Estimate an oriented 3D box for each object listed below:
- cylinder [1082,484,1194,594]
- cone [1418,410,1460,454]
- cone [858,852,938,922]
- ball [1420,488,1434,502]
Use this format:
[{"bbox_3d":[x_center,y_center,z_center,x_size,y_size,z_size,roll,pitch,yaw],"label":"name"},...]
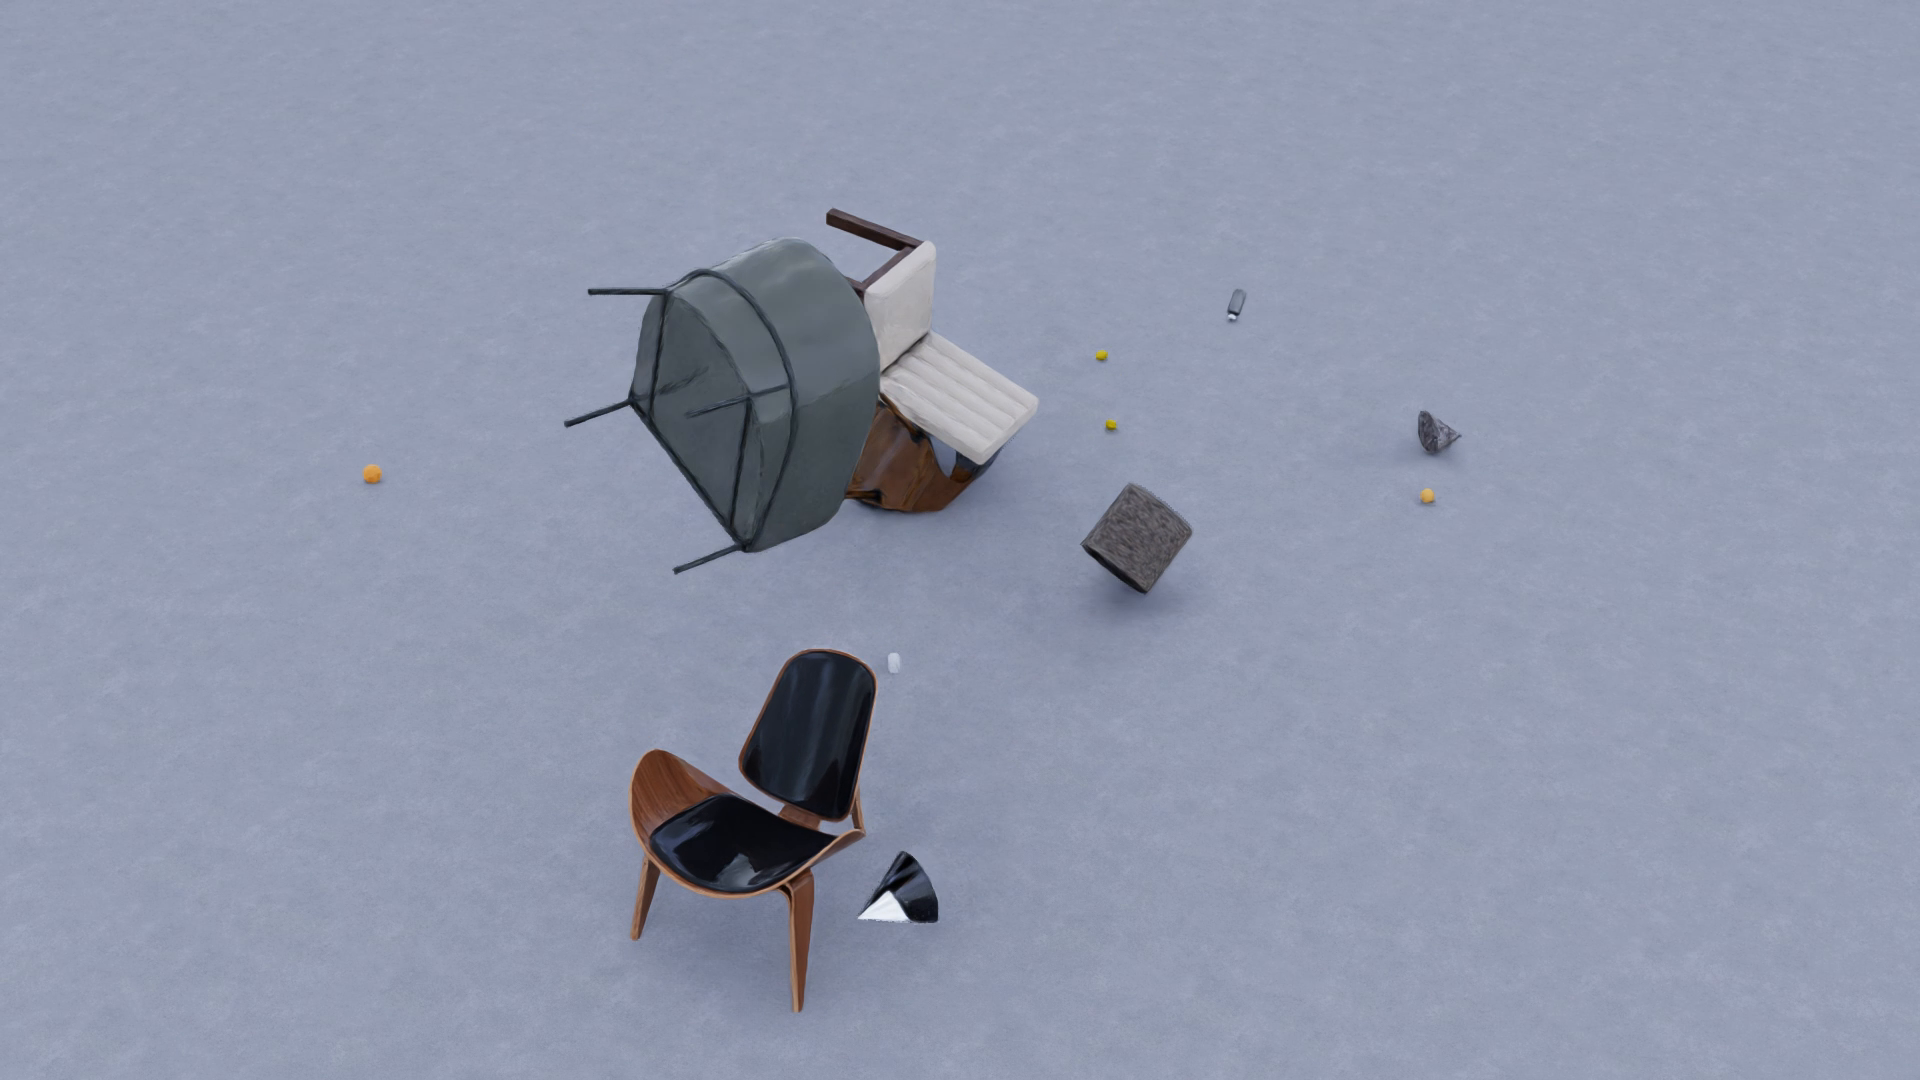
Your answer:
[{"bbox_3d":[0.639,-0.004,10.583,0.297,0.296,0.278,36,85,25],"label":"cylinder"},{"bbox_3d":[1.899,-0.415,11.482,0.145,0.130,0.260,6,30,-14],"label":"cone"},{"bbox_3d":[-0.222,1.119,9.042,0.223,0.248,0.230,-25,25,-24],"label":"cone"},{"bbox_3d":[1.778,-0.169,11.151,0.055,0.055,0.055,0,33,0],"label":"ball"}]
